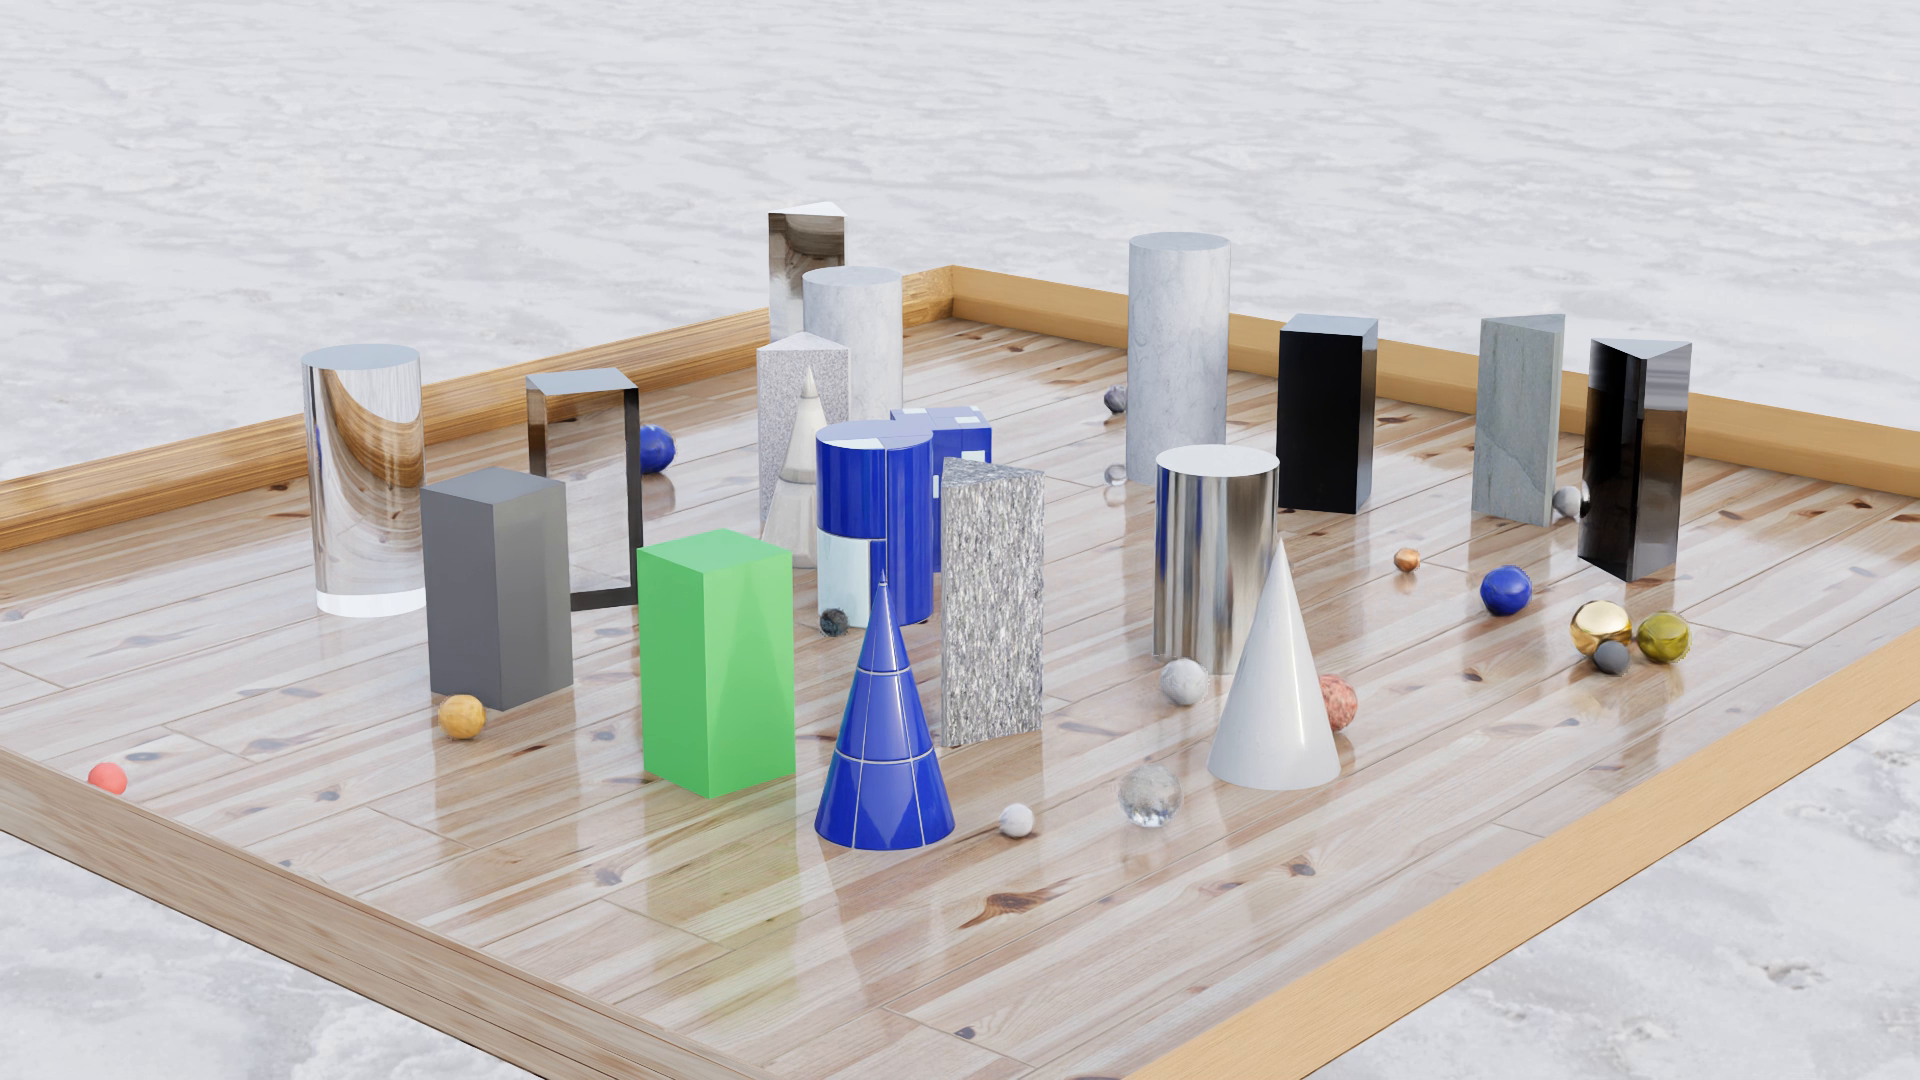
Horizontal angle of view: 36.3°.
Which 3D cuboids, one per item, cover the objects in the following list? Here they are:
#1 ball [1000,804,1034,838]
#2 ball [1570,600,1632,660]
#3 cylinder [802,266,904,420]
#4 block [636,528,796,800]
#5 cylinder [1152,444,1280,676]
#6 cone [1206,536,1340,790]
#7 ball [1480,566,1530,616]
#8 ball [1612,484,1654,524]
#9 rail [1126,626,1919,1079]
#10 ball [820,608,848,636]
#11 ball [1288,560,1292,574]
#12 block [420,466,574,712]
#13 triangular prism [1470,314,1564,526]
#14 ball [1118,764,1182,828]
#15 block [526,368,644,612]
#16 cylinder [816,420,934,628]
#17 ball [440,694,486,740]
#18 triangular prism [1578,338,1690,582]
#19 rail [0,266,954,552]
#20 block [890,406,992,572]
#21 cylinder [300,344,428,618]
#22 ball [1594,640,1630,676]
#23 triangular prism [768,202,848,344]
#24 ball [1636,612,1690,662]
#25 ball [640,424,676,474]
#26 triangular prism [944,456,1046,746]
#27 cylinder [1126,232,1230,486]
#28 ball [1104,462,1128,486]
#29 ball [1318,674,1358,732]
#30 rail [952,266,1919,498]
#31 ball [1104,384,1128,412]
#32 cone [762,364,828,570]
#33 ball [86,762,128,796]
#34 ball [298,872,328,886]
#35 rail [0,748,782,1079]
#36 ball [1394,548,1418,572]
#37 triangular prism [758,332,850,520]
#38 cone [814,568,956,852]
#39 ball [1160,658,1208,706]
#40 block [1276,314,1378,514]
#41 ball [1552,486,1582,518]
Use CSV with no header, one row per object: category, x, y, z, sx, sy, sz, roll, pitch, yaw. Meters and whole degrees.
ball,0.078,0.390,4.076,0.048,0.048,0.048,0,17,0
ball,1.049,0.147,4.795,0.100,0.100,0.100,0,17,0
cylinder,-0.214,-0.337,5.891,0.199,0.394,0.199,0,17,0
block,-0.354,0.177,4.276,0.159,0.341,0.159,-14,22,-40
cylinder,0.415,0.031,4.778,0.199,0.332,0.199,0,17,0
cone,0.464,0.164,4.294,0.199,0.356,0.199,0,17,0
ball,0.933,0.087,5.019,0.085,0.085,0.085,0,17,0
ball,1.272,-0.069,5.548,0.078,0.078,0.078,0,17,0
rail,1.114,0.311,4.193,0.045,0.129,3.394,14,22,39
ball,-0.212,0.137,4.917,0.048,0.048,0.048,0,17,0
ball,0.542,0.054,5.142,0.078,0.078,0.078,0,17,0
block,-0.729,0.075,4.625,0.159,0.336,0.159,12,21,35
triangular prism,1.098,-0.237,5.591,0.173,0.375,0.149,16,23,42
ball,0.266,0.359,4.110,0.089,0.089,0.089,0,17,0
block,-0.648,-0.088,5.078,0.159,0.386,0.159,-6,18,-20
cylinder,-0.145,-0.028,5.005,0.199,0.314,0.199,0,17,0
ball,-0.754,0.268,4.447,0.069,0.069,0.069,0,17,0
triangular prism,1.187,-0.152,5.255,0.149,0.407,0.173,14,22,38
rail,-1.114,-0.247,6.046,0.045,0.129,3.394,14,22,39
block,-0.035,-0.092,5.301,0.159,0.264,0.159,-3,17,-9
cylinder,-1.019,-0.104,5.048,0.199,0.434,0.199,0,17,0
ball,1.051,0.190,4.727,0.056,0.056,0.056,0,17,0
triangular prism,-0.297,-0.468,6.191,0.173,0.472,0.149,5,17,15
ball,1.147,0.158,4.786,0.084,0.084,0.084,0,17,0
ball,-0.621,-0.183,5.891,0.098,0.098,0.098,0,17,0
triangular prism,0.016,0.087,4.463,0.173,0.406,0.149,-9,19,-27
cylinder,0.432,-0.359,5.824,0.199,0.475,0.199,0,17,0
ball,0.309,-0.130,5.807,0.047,0.047,0.047,0,17,0
ball,0.563,0.249,4.475,0.088,0.088,0.088,0,17,0
rail,1.097,-0.332,6.329,2.998,0.129,0.045,14,22,39
ball,0.343,-0.307,6.369,0.062,0.062,0.062,0,17,0
cone,-0.272,-0.146,5.325,0.199,0.355,0.199,0,17,0
ball,-1.224,0.347,4.208,0.056,0.056,0.056,0,17,0
ball,-0.847,0.465,3.777,0.077,0.077,0.077,0,17,0
rail,-1.097,0.397,3.910,2.998,0.129,0.045,14,22,39
ball,0.801,0.035,5.263,0.044,0.044,0.044,0,17,0
triangular prism,-0.296,-0.219,5.603,0.173,0.333,0.149,-1,17,-3
cone,-0.106,0.219,4.072,0.199,0.378,0.199,0,17,0
ball,0.350,0.222,4.589,0.074,0.074,0.074,0,17,0
block,0.707,-0.245,5.663,0.159,0.350,0.159,5,18,18
ball,1.161,-0.073,5.595,0.059,0.059,0.059,0,17,0
